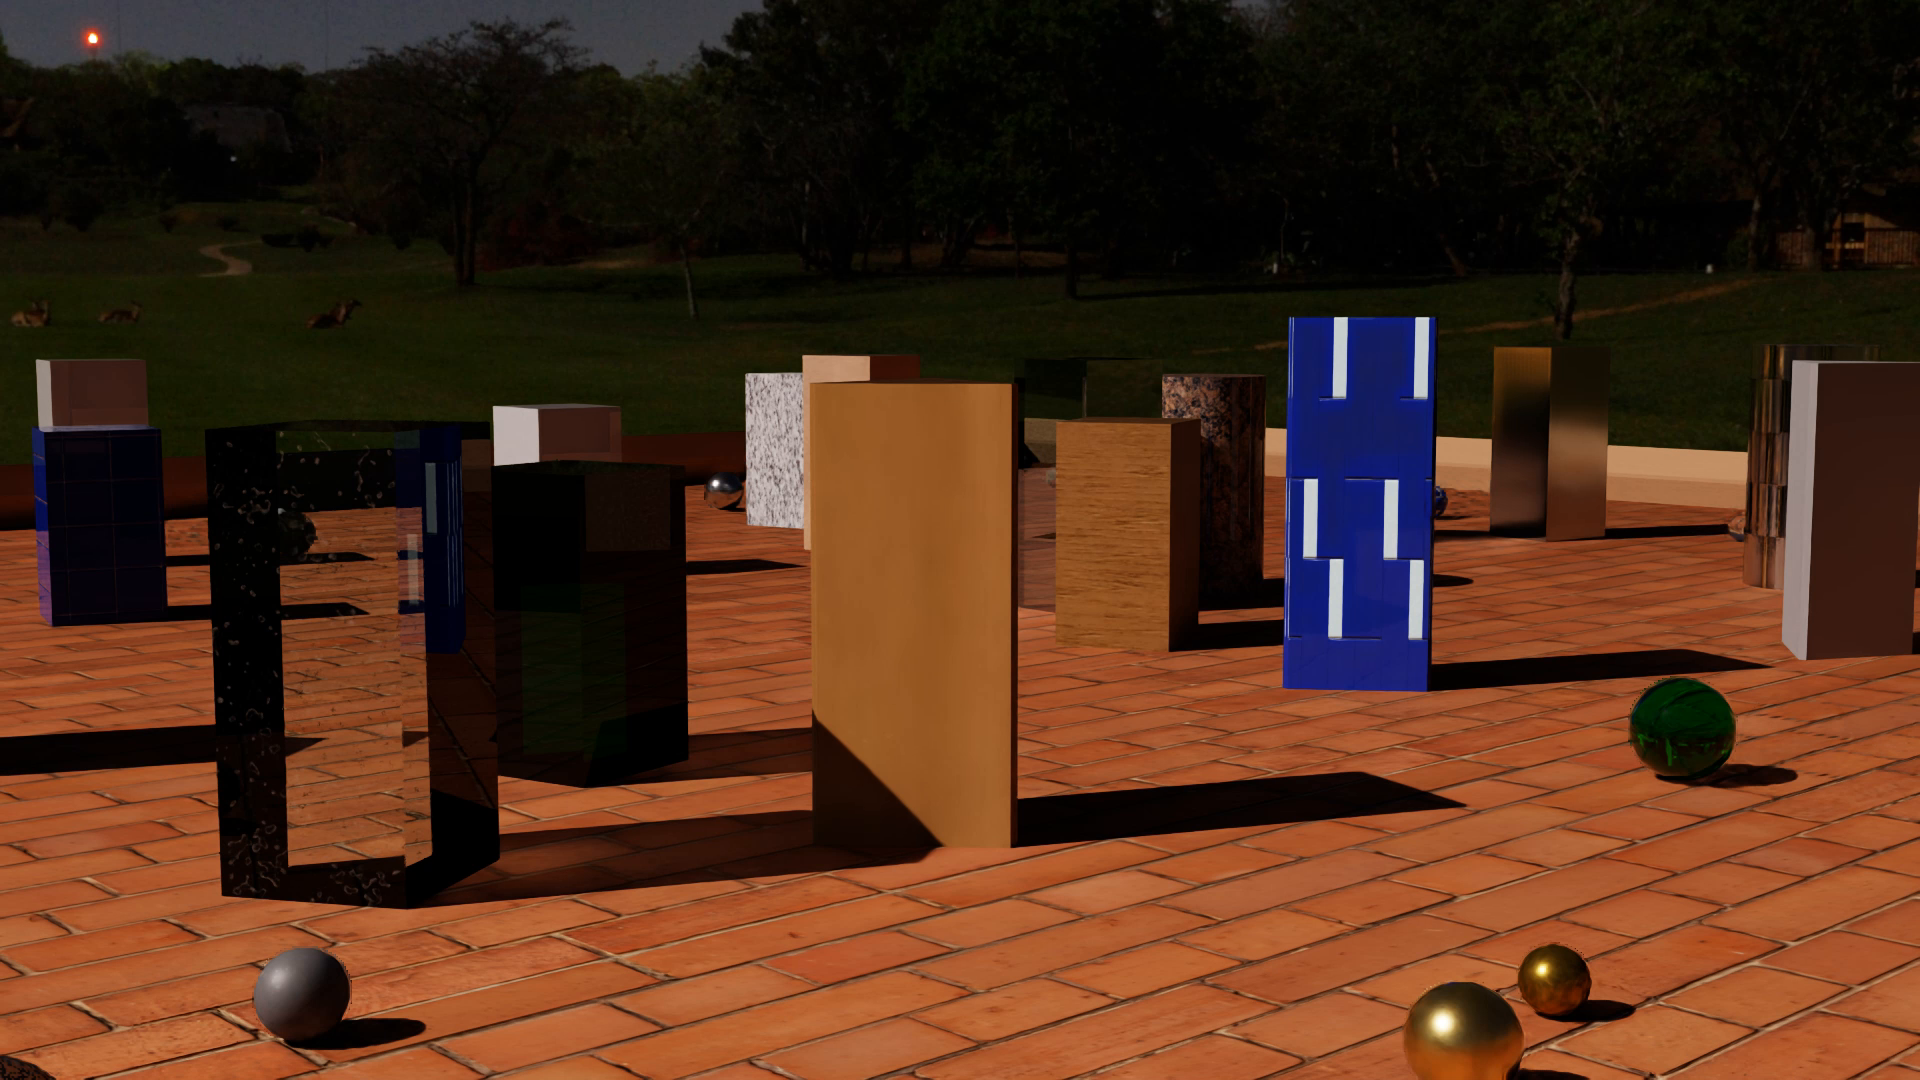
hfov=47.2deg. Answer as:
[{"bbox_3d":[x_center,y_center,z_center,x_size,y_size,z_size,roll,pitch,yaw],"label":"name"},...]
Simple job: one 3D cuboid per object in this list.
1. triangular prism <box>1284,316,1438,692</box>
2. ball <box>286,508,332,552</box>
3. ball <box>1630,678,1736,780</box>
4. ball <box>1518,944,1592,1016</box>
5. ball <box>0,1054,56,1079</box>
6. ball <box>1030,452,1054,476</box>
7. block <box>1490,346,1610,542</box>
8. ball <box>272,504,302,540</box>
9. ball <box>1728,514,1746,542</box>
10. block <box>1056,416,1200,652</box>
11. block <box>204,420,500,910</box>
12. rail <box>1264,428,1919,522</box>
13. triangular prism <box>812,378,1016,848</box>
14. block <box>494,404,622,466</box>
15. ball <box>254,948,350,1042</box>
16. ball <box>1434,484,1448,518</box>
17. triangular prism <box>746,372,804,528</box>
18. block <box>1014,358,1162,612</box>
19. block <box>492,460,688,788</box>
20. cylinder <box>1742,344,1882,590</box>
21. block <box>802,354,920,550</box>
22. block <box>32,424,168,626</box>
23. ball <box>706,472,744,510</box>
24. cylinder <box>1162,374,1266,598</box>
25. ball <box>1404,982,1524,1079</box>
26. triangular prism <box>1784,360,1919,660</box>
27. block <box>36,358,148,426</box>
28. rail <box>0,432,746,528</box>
[{"bbox_3d":[0.475,-0.048,2.631,0.168,0.435,0.145,1,6,7],"label":"triangular prism"},{"bbox_3d":[-1.196,-0.018,4.040,0.081,0.081,0.081,0,6,0],"label":"ball"},{"bbox_3d":[0.684,0.179,2.083,0.097,0.097,0.097,0,6,0],"label":"ball"},{"bbox_3d":[0.376,0.278,1.389,0.045,0.045,0.045,0,6,0],"label":"ball"},{"bbox_3d":[-0.465,0.291,1.042,0.093,0.093,0.093,0,6,0],"label":"ball"},{"bbox_3d":[0.223,-0.207,5.923,0.064,0.064,0.064,0,6,0],"label":"ball"},{"bbox_3d":[1.154,-0.192,4.304,0.155,0.372,0.155,-3,7,-29],"label":"block"},{"bbox_3d":[-1.289,-0.033,4.238,0.070,0.070,0.070,0,6,0],"label":"ball"},{"bbox_3d":[1.500,-0.022,4.213,0.054,0.054,0.054,0,6,0],"label":"ball"},{"bbox_3d":[0.227,-0.012,2.949,0.155,0.297,0.155,2,6,20],"label":"block"},{"bbox_3d":[-0.468,0.089,1.711,0.155,0.355,0.155,2,6,14],"label":"block"},{"bbox_3d":[1.712,-0.132,4.903,0.045,0.126,4.369,-6,8,-42],"label":"rail"},{"bbox_3d":[-0.032,0.056,1.885,0.168,0.384,0.145,0,6,4],"label":"triangular prism"},{"bbox_3d":[-0.676,-0.084,3.704,0.155,0.283,0.155,-5,8,-39],"label":"block"},{"bbox_3d":[-0.402,0.277,1.343,0.056,0.056,0.056,0,6,0],"label":"ball"},{"bbox_3d":[1.004,-0.083,4.692,0.073,0.073,0.073,0,6,0],"label":"ball"},{"bbox_3d":[-0.332,-0.189,4.561,0.168,0.313,0.145,4,7,33],"label":"triangular prism"},{"bbox_3d":[0.190,-0.084,3.277,0.155,0.371,0.155,-5,8,-40],"label":"block"},{"bbox_3d":[-0.376,0.075,2.141,0.155,0.292,0.155,4,7,32],"label":"block"},{"bbox_3d":[1.372,-0.120,3.547,0.194,0.388,0.194,0,6,0],"label":"cylinder"},{"bbox_3d":[-0.182,-0.164,4.092,0.155,0.360,0.155,4,7,35],"label":"block"},{"bbox_3d":[-1.246,-0.025,3.183,0.155,0.274,0.155,-3,7,-29],"label":"block"},{"bbox_3d":[-0.524,-0.109,4.889,0.085,0.085,0.085,0,6,0],"label":"ball"},{"bbox_3d":[0.384,-0.090,3.479,0.194,0.341,0.194,0,6,0],"label":"cylinder"},{"bbox_3d":[0.284,0.283,1.242,0.067,0.067,0.067,0,6,0],"label":"ball"},{"bbox_3d":[1.132,-0.044,2.875,0.168,0.377,0.145,-2,6,-17],"label":"triangular prism"},{"bbox_3d":[-1.511,-0.136,3.841,0.155,0.357,0.155,-4,7,-31],"label":"block"},{"bbox_3d":[-1.465,-0.133,4.911,4.708,0.126,0.045,-6,8,-42],"label":"rail"}]
